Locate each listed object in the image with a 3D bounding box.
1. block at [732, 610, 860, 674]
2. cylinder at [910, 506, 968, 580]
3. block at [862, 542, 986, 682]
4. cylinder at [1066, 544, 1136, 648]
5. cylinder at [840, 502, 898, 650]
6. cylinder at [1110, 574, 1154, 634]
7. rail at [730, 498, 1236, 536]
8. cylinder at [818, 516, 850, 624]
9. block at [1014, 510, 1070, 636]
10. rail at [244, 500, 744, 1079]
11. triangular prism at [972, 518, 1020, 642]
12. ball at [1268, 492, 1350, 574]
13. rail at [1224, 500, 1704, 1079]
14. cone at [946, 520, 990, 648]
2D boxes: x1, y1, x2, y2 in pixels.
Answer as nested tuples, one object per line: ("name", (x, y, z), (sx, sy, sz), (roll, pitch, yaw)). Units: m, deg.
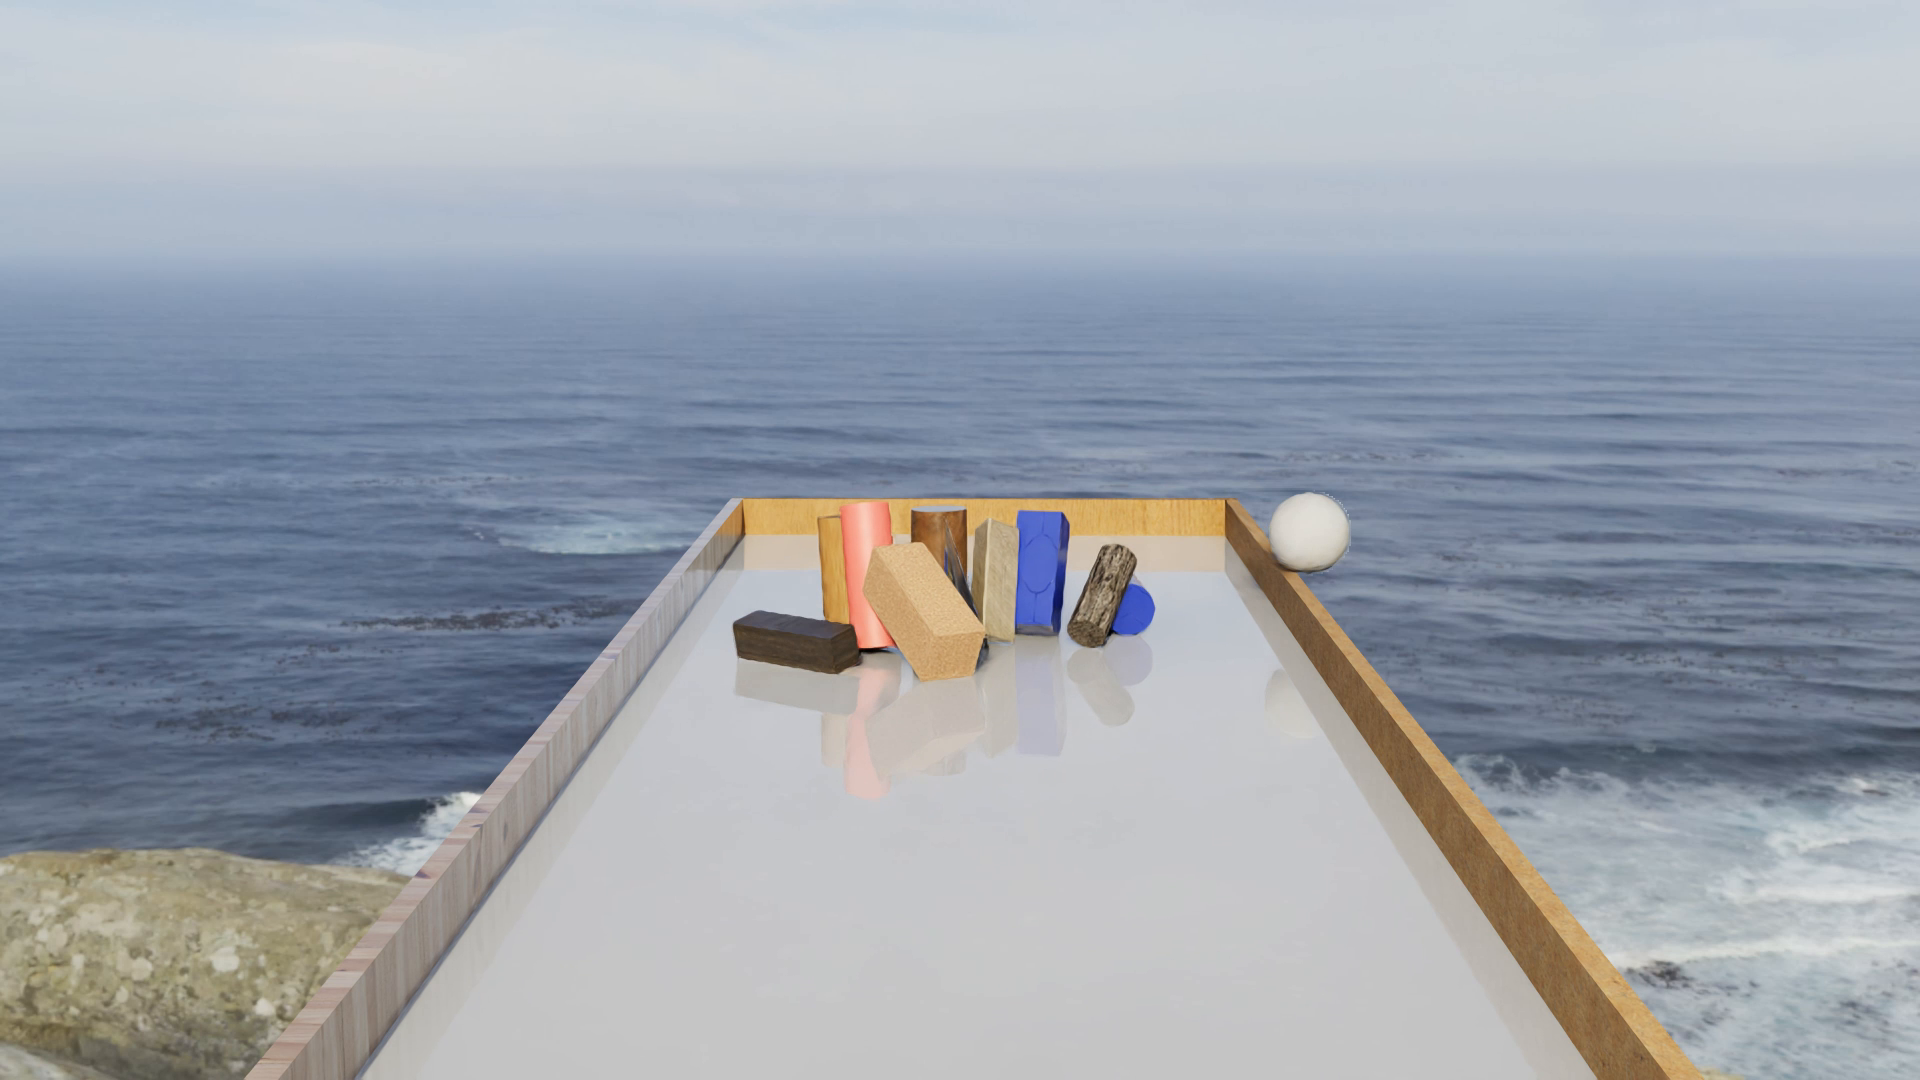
("block", (-0.497, 0.307, 6.636), (0.395, 0.114, 0.114), (7, 24, 37))
("cylinder", (-0.065, 0.108, 6.971), (0.178, 0.419, 0.178), (-1, 7, 0))
("block", (-0.112, 0.211, 6.545), (0.170, 0.170, 0.440), (-5, 38, -28))
("cylinder", (0.450, 0.174, 6.952), (0.126, 0.126, 0.340), (4, 45, 24))
("cylinder", (-0.276, 0.112, 6.809), (0.154, 0.444, 0.154), (-5, -4, 0))
("cylinder", (0.531, 0.193, 7.261), (0.167, 0.167, 0.391), (-1, 9, -3))
("rail", (0.099, -0.098, 9.147), (2.100, 0.150, 0.050), (0, 9, 1))
("cylinder", (-0.369, 0.122, 6.947), (0.137, 0.391, 0.137), (-4, 3, 0))
("block", (0.252, 0.107, 7.052), (0.145, 0.375, 0.145), (2, -16, 14))
("rail", (-1.004, 0.839, 3.234), (0.050, 0.150, 12.000), (0, 9, 1))
("triangular prism", (0.086, 0.137, 6.966), (0.125, 0.371, 0.144), (-11, -22, 41))
("ball", (1.165, -0.023, 7.345), (0.269, 0.269, 0.269), (0, 9, 0))
("rail", (1.046, 0.843, 3.208), (0.050, 0.150, 12.000), (0, 9, 1))
("cone", (-0.012, 0.131, 6.759), (0.136, 0.424, 0.136), (-9, -2, 0))
